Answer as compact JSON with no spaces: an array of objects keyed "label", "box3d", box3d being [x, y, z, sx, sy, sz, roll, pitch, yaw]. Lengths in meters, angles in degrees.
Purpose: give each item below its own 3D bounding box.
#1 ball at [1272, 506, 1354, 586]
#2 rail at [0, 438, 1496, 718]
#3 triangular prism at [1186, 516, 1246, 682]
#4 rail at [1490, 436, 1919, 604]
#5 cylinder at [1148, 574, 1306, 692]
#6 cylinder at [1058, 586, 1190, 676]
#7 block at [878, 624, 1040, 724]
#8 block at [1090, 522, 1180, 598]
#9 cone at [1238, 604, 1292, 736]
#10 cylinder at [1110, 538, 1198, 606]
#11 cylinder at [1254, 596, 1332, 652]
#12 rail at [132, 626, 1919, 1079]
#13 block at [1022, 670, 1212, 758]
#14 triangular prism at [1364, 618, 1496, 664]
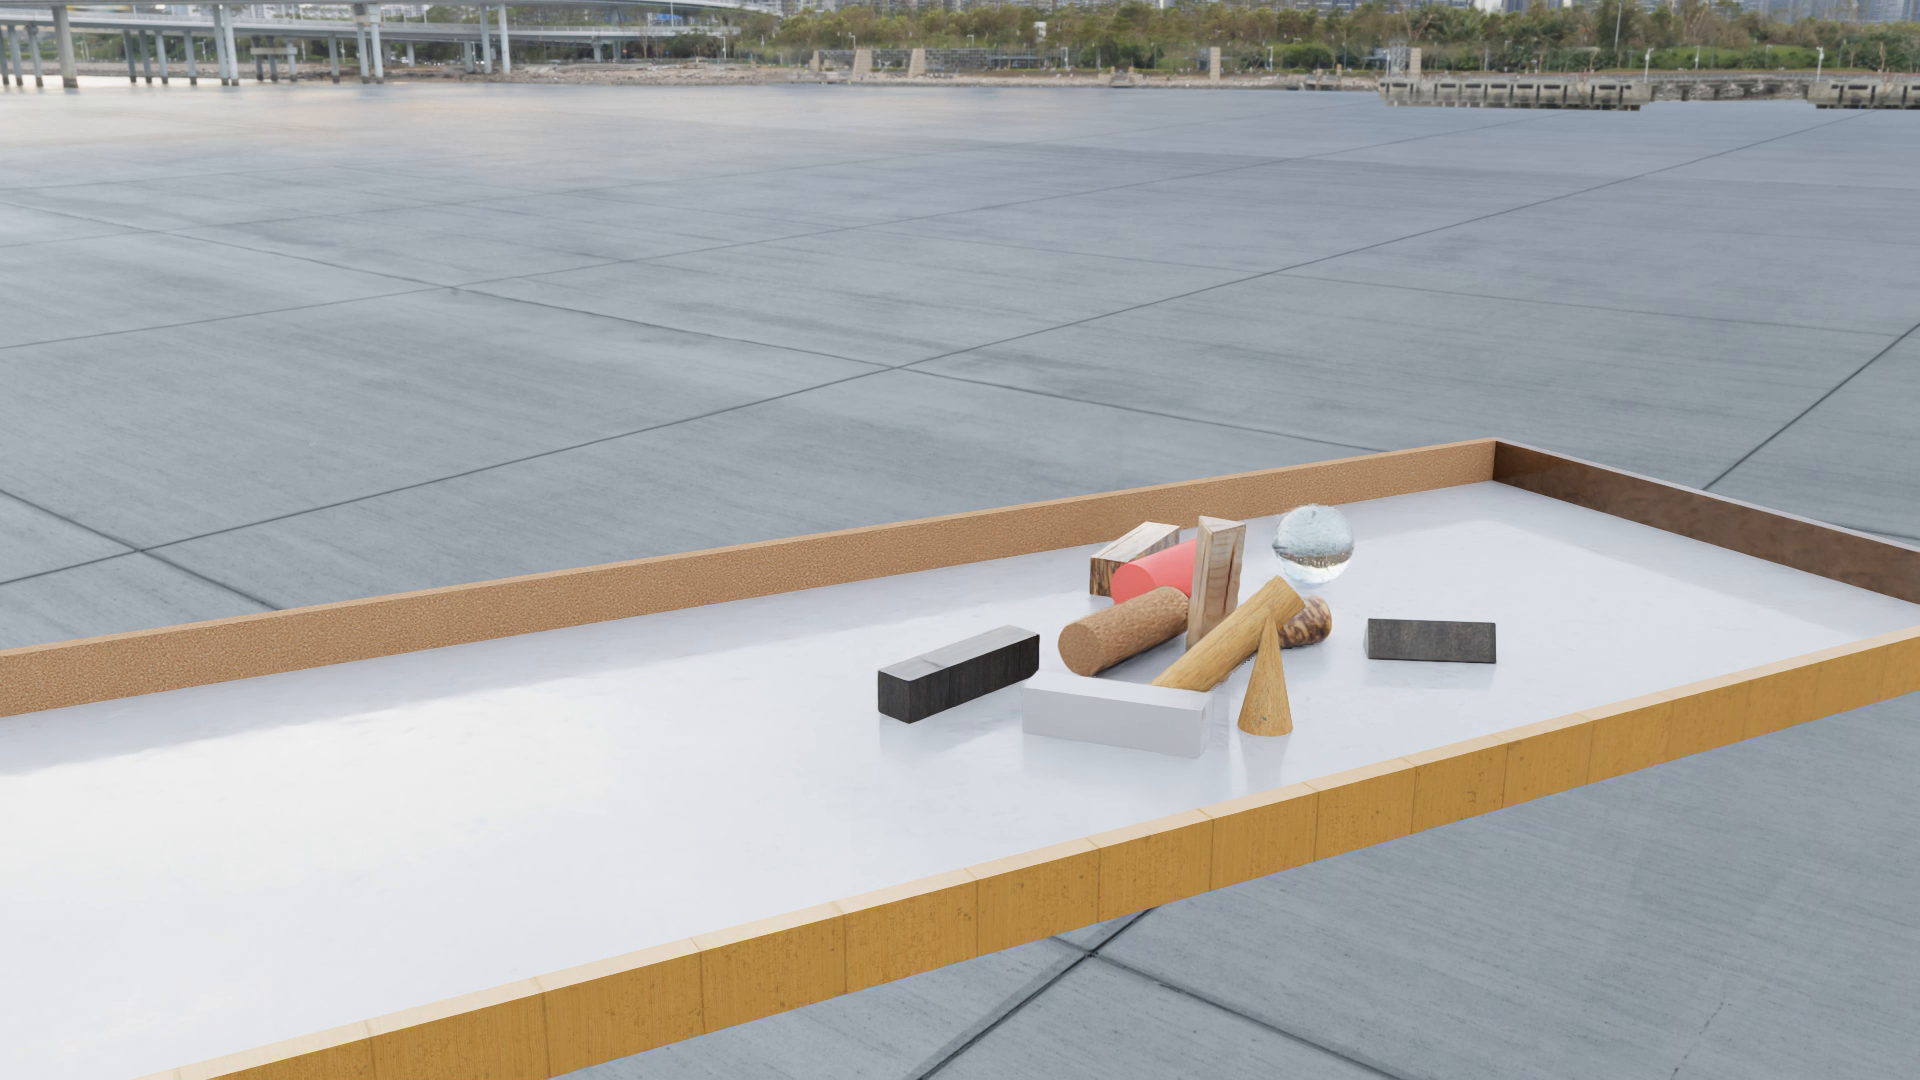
[{"label":"ball","box3d":[1.045,0.016,4.884,0.236,0.236,0.236,0,16,0]},{"label":"rail","box3d":[-3.305,0.497,3.399,12.000,0.150,0.050,-9,18,-27]},{"label":"triangular prism","box3d":[0.611,0.151,4.090,0.116,0.417,0.100,-12,25,-36]},{"label":"rail","box3d":[2.466,-0.048,5.253,0.050,0.150,2.100,-9,18,-27]},{"label":"cylinder","box3d":[0.623,0.255,3.889,0.415,0.102,0.102,-40,22,-1]},{"label":"cylinder","box3d":[0.437,0.234,4.311,0.138,0.138,0.405,14,21,39]},{"label":"block","box3d":[0.003,0.325,4.059,0.108,0.108,0.460,15,22,42]},{"label":"block","box3d":[0.529,0.057,4.959,0.113,0.113,0.429,9,18,27]},{"label":"cone","box3d":[0.716,0.288,3.828,0.129,0.309,0.129,0,16,0]},{"label":"cylinder","box3d":[0.598,0.107,4.710,0.159,0.159,0.347,14,21,39]},{"label":"cylinder","box3d":[0.792,0.231,4.349,0.372,0.123,0.123,-8,18,-25]},{"label":"rail","box3d":[-2.336,1.006,1.665,12.000,0.150,0.050,-9,18,-27]},{"label":"block","box3d":[0.360,0.399,3.795,0.418,0.114,0.114,6,17,20]},{"label":"triangular prism","box3d":[1.230,0.254,4.317,0.325,0.093,0.107,2,17,6]}]
